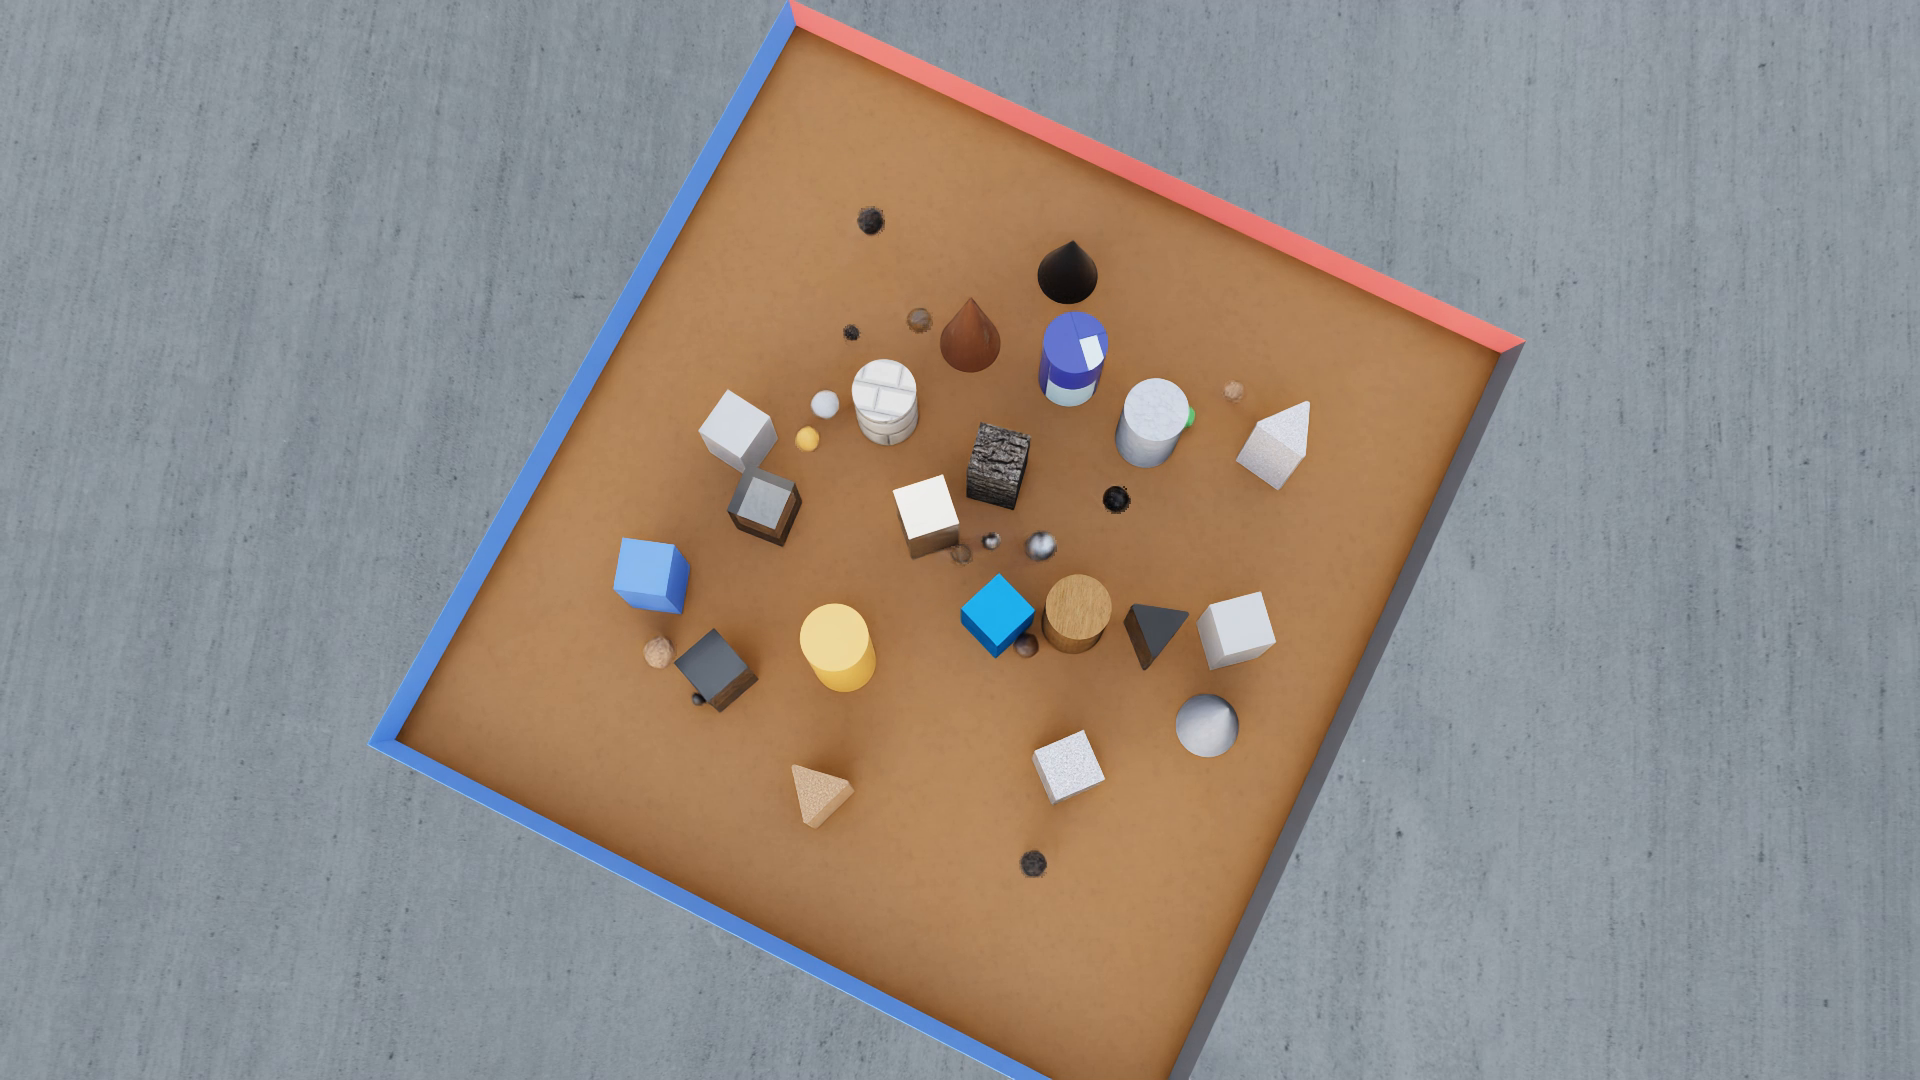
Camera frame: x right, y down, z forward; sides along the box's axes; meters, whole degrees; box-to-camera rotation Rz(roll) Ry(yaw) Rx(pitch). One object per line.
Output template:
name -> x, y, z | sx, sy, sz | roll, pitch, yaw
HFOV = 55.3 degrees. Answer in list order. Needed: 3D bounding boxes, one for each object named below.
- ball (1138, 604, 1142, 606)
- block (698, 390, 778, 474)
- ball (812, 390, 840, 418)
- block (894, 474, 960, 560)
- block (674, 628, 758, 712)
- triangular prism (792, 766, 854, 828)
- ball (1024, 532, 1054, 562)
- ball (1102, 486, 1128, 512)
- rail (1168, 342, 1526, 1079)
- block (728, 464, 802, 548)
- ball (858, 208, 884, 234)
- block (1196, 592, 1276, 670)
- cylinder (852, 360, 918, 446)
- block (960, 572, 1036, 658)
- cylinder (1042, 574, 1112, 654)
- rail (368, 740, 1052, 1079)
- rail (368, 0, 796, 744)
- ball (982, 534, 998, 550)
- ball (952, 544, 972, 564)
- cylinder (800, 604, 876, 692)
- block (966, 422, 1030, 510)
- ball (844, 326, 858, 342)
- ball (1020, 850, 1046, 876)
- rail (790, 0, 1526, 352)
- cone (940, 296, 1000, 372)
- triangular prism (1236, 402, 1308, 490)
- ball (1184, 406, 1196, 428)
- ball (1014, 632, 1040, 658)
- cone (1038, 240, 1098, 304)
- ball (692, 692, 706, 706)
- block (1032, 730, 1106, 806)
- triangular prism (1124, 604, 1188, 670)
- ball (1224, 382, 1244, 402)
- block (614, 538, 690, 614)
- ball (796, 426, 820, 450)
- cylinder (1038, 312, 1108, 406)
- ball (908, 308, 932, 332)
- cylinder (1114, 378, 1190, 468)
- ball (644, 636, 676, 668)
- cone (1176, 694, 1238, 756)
ball -> 0.546, 0.220, 5.547 | 0.047, 0.047, 0.047 | 0, 78, 0
block -> -0.669, -0.319, 5.551 | 0.152, 0.257, 0.152 | 33, 80, 6
ball -> -0.415, -0.419, 5.659 | 0.087, 0.087, 0.087 | 0, 78, 0
block -> -0.098, -0.064, 5.468 | 0.152, 0.317, 0.152 | -18, 79, -4
block -> -0.714, 0.386, 5.393 | 0.152, 0.282, 0.152 | -41, 81, -8
triangular prism -> -0.422, 0.718, 5.303 | 0.165, 0.322, 0.143 | -43, 82, -8
ball -> 0.242, 0.020, 5.566 | 0.090, 0.090, 0.090 | 0, 78, 0
ball -> 0.476, -0.126, 5.603 | 0.078, 0.078, 0.078 | 0, 78, 0
rail -> 1.122, 0.556, 5.437 | 0.045, 0.124, 2.660 | 26, 80, 5
block -> -0.584, -0.101, 5.503 | 0.152, 0.263, 0.152 | 21, 79, 4
ball -> -0.282, -1.005, 5.783 | 0.081, 0.081, 0.081 | 0, 78, 0
block -> 0.809, 0.271, 5.398 | 0.152, 0.319, 0.152 | -15, 79, -3
cylinder -> -0.224, -0.415, 5.556 | 0.190, 0.286, 0.190 | 0, 78, 0
block -> 0.111, 0.228, 5.435 | 0.152, 0.264, 0.152 | -43, 81, -8
cylinder -> 0.342, 0.222, 5.418 | 0.190, 0.298, 0.190 | 0, 78, 0
rail -> -0.584, 1.151, 5.314 | 2.556, 0.124, 0.045 | 26, 80, 5
rail -> -1.122, -0.543, 5.665 | 0.045, 0.124, 2.660 | 26, 80, 5
ball -> 0.093, 0.006, 5.589 | 0.051, 0.051, 0.051 | 0, 78, 0
ball -> 0.005, 0.045, 5.576 | 0.061, 0.061, 0.061 | 0, 78, 0
cylinder -> -0.349, 0.318, 5.309 | 0.190, 0.473, 0.190 | 0, 78, 0
block -> 0.113, -0.218, 5.487 | 0.152, 0.341, 0.152 | 15, 79, 3
ball -> -0.338, -0.644, 5.727 | 0.045, 0.045, 0.045 | 0, 78, 0
ball -> 0.217, 0.951, 5.381 | 0.076, 0.076, 0.076 | 0, 78, 0
rail -> 0.584, -1.138, 5.788 | 2.556, 0.124, 0.045 | 26, 80, 5
cone -> 0.032, -0.661, 5.528 | 0.190, 0.441, 0.190 | 0, 78, 0
triangular prism -> 0.961, -0.300, 5.467 | 0.165, 0.414, 0.143 | 36, 81, 7
ball -> 0.691, -0.382, 5.660 | 0.070, 0.070, 0.070 | 0, 78, 0
ball -> 0.201, 0.317, 5.512 | 0.076, 0.076, 0.076 | 0, 78, 0
cone -> 0.340, -0.867, 5.638 | 0.190, 0.309, 0.190 | 0, 78, 0
ball -> -0.783, 0.478, 5.496 | 0.042, 0.042, 0.042 | 0, 78, 0
block -> 0.314, 0.667, 5.351 | 0.152, 0.250, 0.152 | -23, 79, -5
triangular prism -> 0.553, 0.259, 5.417 | 0.143, 0.286, 0.165 | 38, 81, 7
ball -> 0.850, -0.459, 5.678 | 0.065, 0.065, 0.065 | 0, 78, 0
block -> -0.910, 0.110, 5.430 | 0.152, 0.321, 0.152 | 8, 78, 2
ball -> -0.468, -0.312, 5.644 | 0.072, 0.072, 0.072 | 0, 78, 0
cylinder -> 0.340, -0.544, 5.547 | 0.190, 0.355, 0.190 | 0, 78, 0
ball -> -0.127, -0.689, 5.721 | 0.074, 0.074, 0.074 | 0, 78, 0
cylinder -> 0.575, -0.349, 5.522 | 0.190, 0.326, 0.190 | 0, 78, 0
ball -> -0.901, 0.338, 5.498 | 0.095, 0.095, 0.095 | 0, 78, 0
cone -> 0.742, 0.511, 5.280 | 0.190, 0.452, 0.190 | 0, 78, 0
